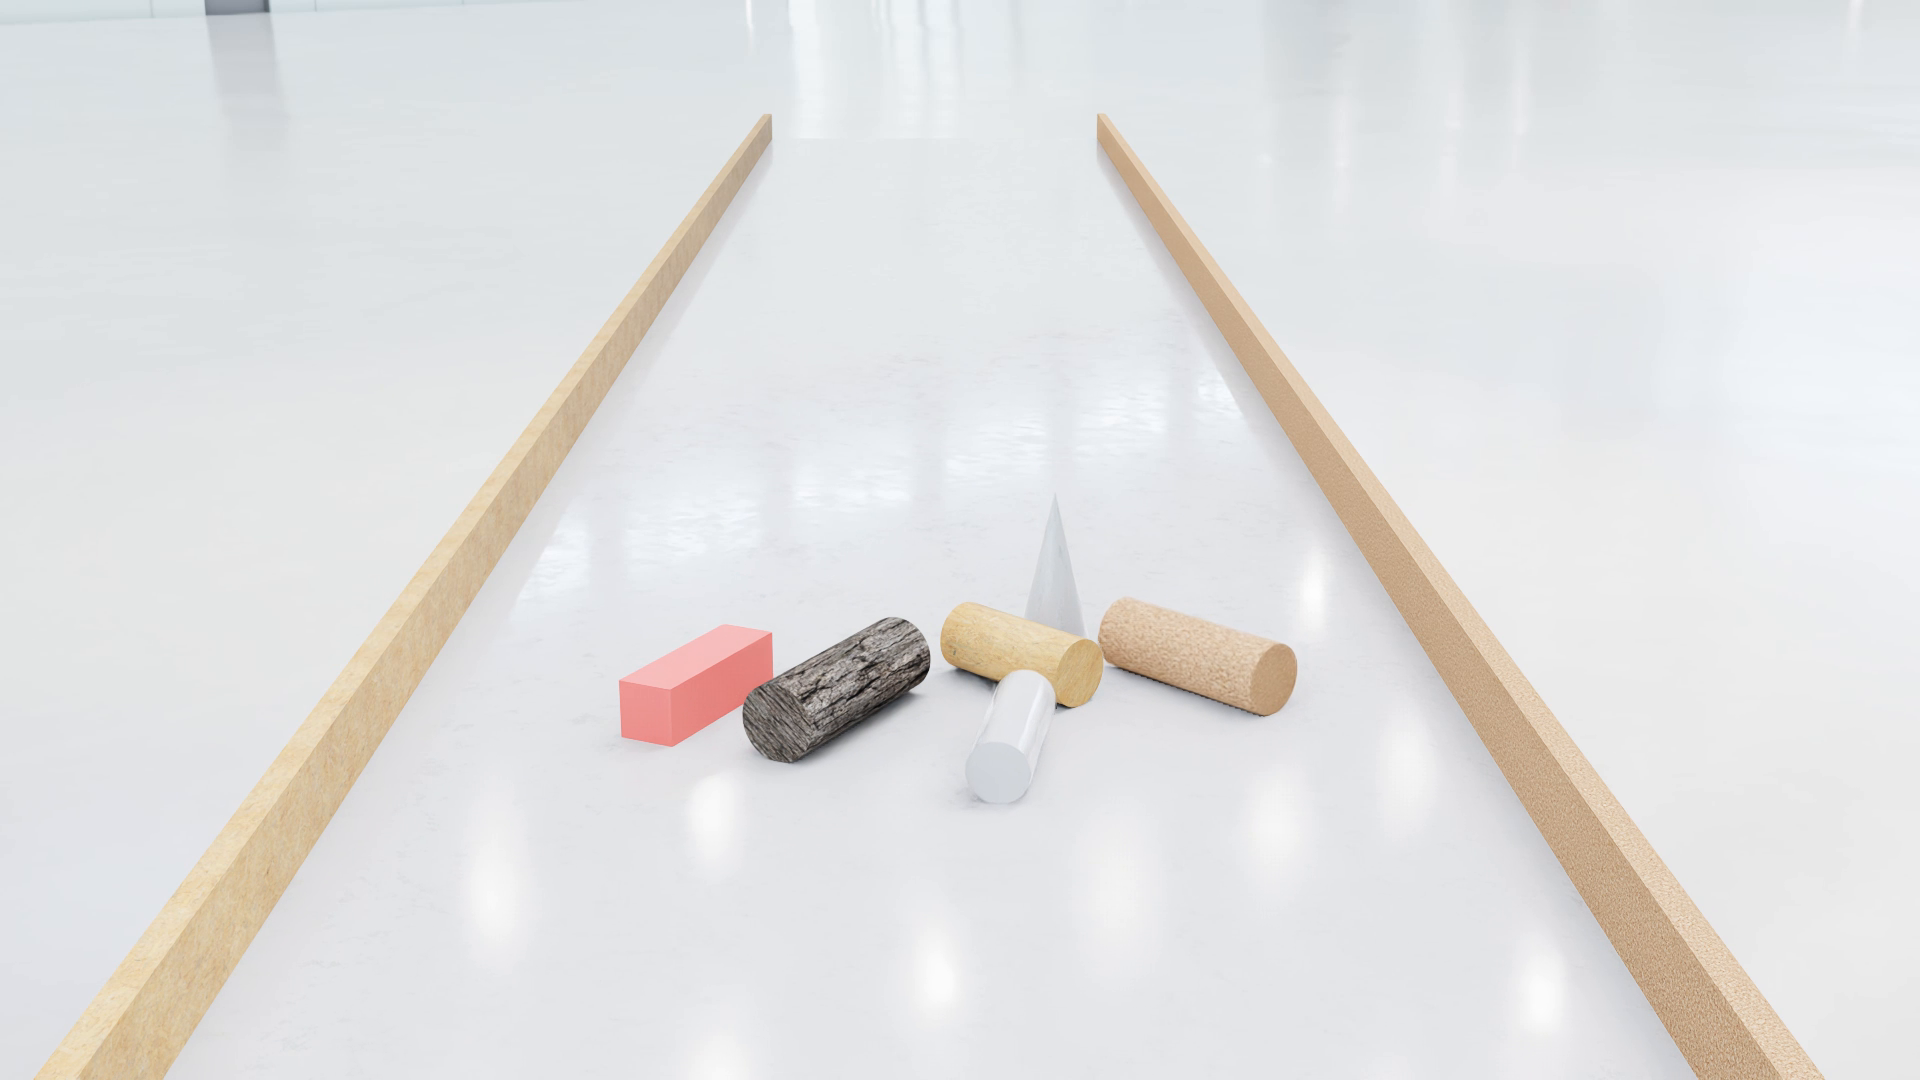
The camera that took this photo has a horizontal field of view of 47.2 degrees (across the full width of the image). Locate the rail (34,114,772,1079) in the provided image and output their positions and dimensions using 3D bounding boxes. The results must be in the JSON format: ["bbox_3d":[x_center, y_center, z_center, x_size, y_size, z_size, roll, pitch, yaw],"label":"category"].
[{"bbox_3d":[-1.118,-0.838,7.780,0.050,0.150,12.000,0,17,-1],"label":"rail"}]

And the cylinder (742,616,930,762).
[{"bbox_3d":[-0.222,0.271,4.061,0.146,0.146,0.424,9,19,28],"label":"cylinder"}]

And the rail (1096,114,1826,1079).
[{"bbox_3d":[0.932,-0.844,7.801,0.050,0.150,12.000,0,17,-1],"label":"rail"}]

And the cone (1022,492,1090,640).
[{"bbox_3d":[0.193,0.051,4.499,0.149,0.316,0.149,0,17,0],"label":"cone"}]

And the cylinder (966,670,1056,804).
[{"bbox_3d":[0.092,0.342,3.878,0.113,0.113,0.358,3,17,9],"label":"cylinder"}]

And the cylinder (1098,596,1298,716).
[{"bbox_3d":[0.455,0.220,4.243,0.139,0.139,0.387,-15,22,-41],"label":"cylinder"}]

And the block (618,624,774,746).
[{"bbox_3d":[-0.490,0.269,4.129,0.111,0.111,0.355,8,18,25],"label":"block"}]

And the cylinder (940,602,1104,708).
[{"bbox_3d":[0.117,0.219,4.258,0.133,0.133,0.313,-15,22,-42],"label":"cylinder"}]
